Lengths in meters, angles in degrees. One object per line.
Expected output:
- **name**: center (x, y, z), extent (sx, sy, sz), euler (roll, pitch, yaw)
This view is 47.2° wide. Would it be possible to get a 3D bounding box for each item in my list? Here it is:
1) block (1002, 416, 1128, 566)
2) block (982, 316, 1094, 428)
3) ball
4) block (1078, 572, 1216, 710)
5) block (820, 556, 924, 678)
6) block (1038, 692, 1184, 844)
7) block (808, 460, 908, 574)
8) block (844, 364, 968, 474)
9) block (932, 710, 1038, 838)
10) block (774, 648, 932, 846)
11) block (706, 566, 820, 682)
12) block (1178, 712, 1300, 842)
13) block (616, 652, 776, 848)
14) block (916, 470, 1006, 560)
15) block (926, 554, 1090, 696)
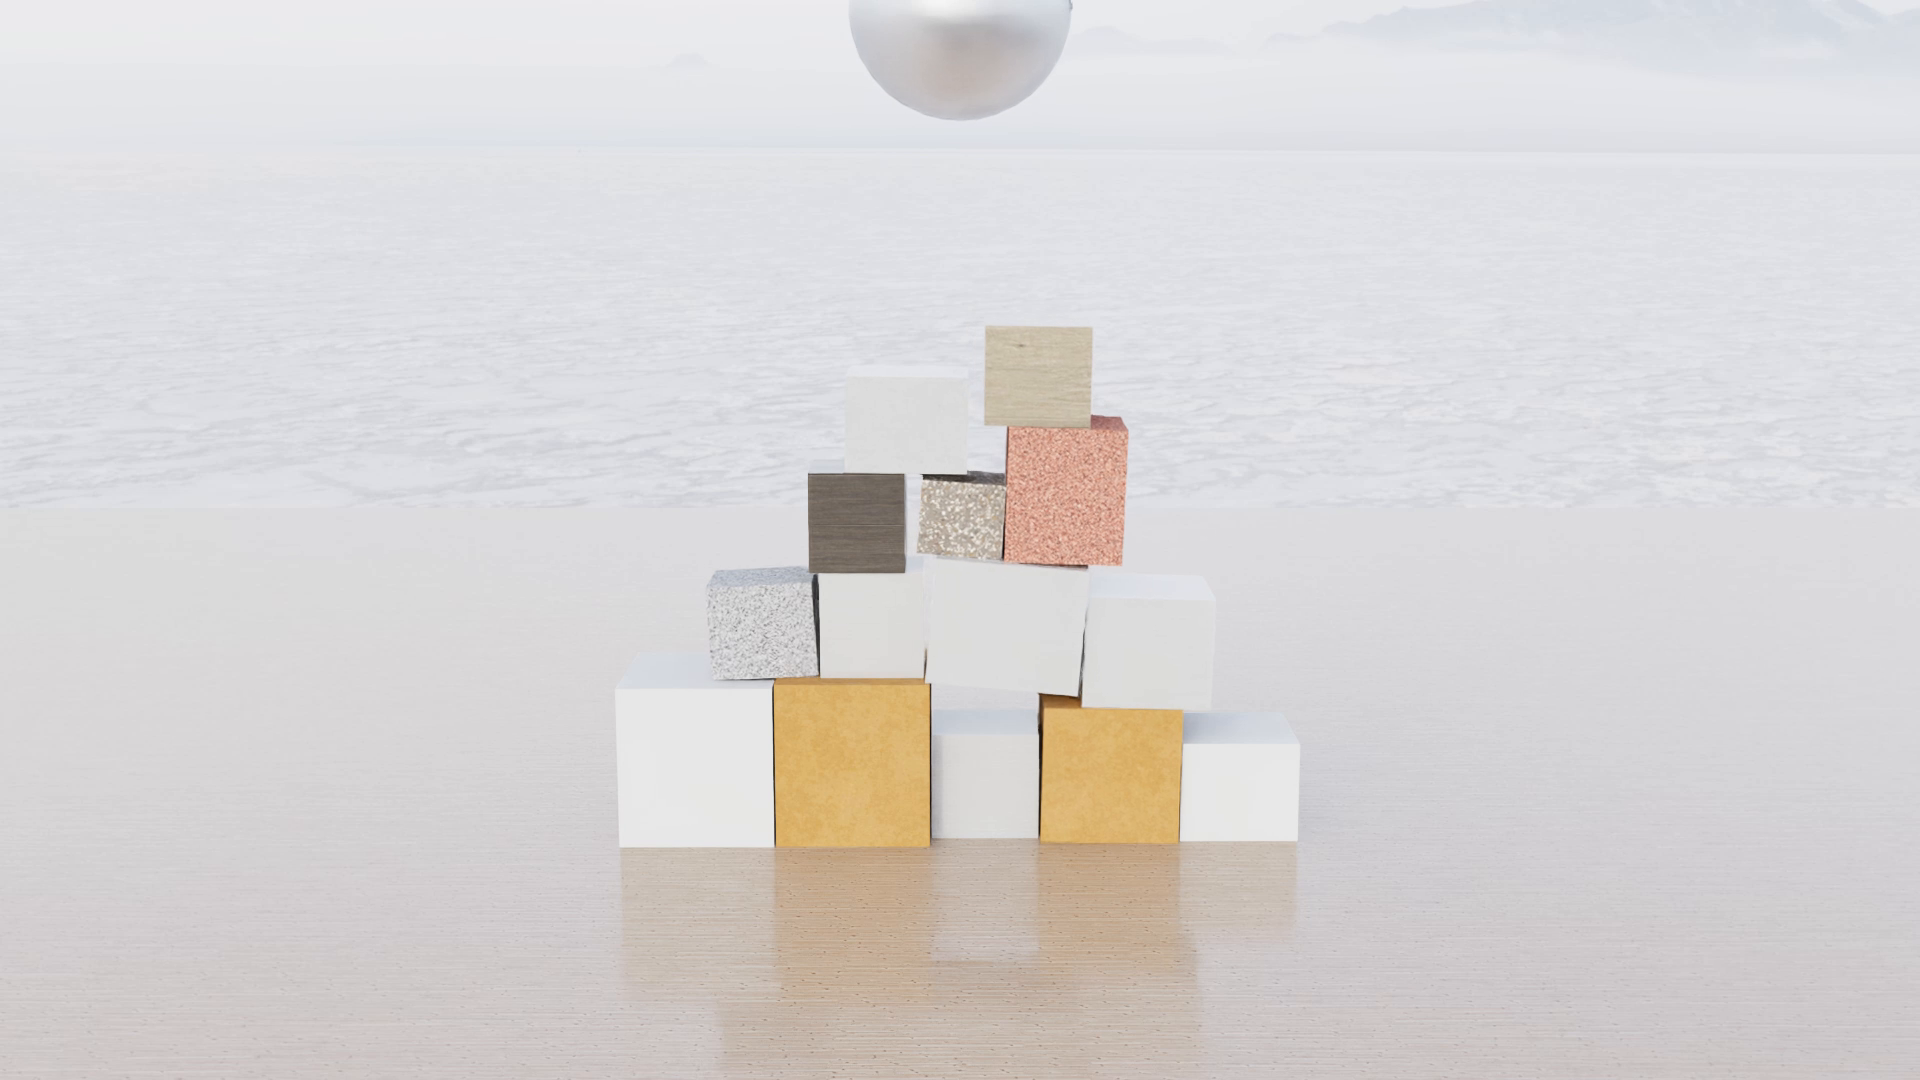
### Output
- **block**: center (0.523, -0.264, 11.142), extent (0.587, 0.677, 0.585), euler (2, 10, 0)
- **block**: center (0.384, -0.847, 11.033), extent (0.524, 0.493, 0.531), euler (1, 10, 0)
- **ball**: center (0.000, -3.797, 15.679), extent (1.600, 1.600, 1.600), euler (0, 10, 0)
- **block**: center (0.943, 0.511, 11.283), extent (0.646, 0.562, 0.636), euler (2, 10, 0)
- **block**: center (-0.443, 0.389, 11.241), extent (0.518, 0.539, 0.460), euler (0, 10, 0)
- **block**: center (0.763, 1.129, 11.387), extent (0.696, 0.692, 0.660), euler (1, 10, 0)
- **block**: center (-0.514, -0.125, 11.150), extent (0.478, 0.504, 0.489), euler (0, 10, 0)
- **block**: center (-0.263, -0.612, 11.081), extent (0.603, 0.478, 0.539), euler (1, 10, 0)
- **block**: center (0.128, 1.207, 11.408), extent (0.540, 0.544, 0.506), euler (0, 10, 0)
- **block**: center (-0.538, 1.061, 11.387), extent (0.773, 0.838, 0.793), euler (0, 10, 0)
- **block**: center (-0.994, 0.420, 11.261), extent (0.532, 0.477, 0.470), euler (-3, 10, 1)
- **block**: center (1.414, 1.222, 11.419), extent (0.598, 0.509, 0.618), euler (0, 10, 0)
- **block**: center (-1.324, 1.072, 11.384), extent (0.778, 0.818, 0.800), euler (0, 10, 0)
- **block**: center (0.008, -0.139, 11.135), extent (0.420, 0.370, 0.440), euler (4, 10, -1)
- **block**: center (0.234, 0.373, 11.252), extent (0.761, 0.632, 0.701), euler (5, 10, -1)
